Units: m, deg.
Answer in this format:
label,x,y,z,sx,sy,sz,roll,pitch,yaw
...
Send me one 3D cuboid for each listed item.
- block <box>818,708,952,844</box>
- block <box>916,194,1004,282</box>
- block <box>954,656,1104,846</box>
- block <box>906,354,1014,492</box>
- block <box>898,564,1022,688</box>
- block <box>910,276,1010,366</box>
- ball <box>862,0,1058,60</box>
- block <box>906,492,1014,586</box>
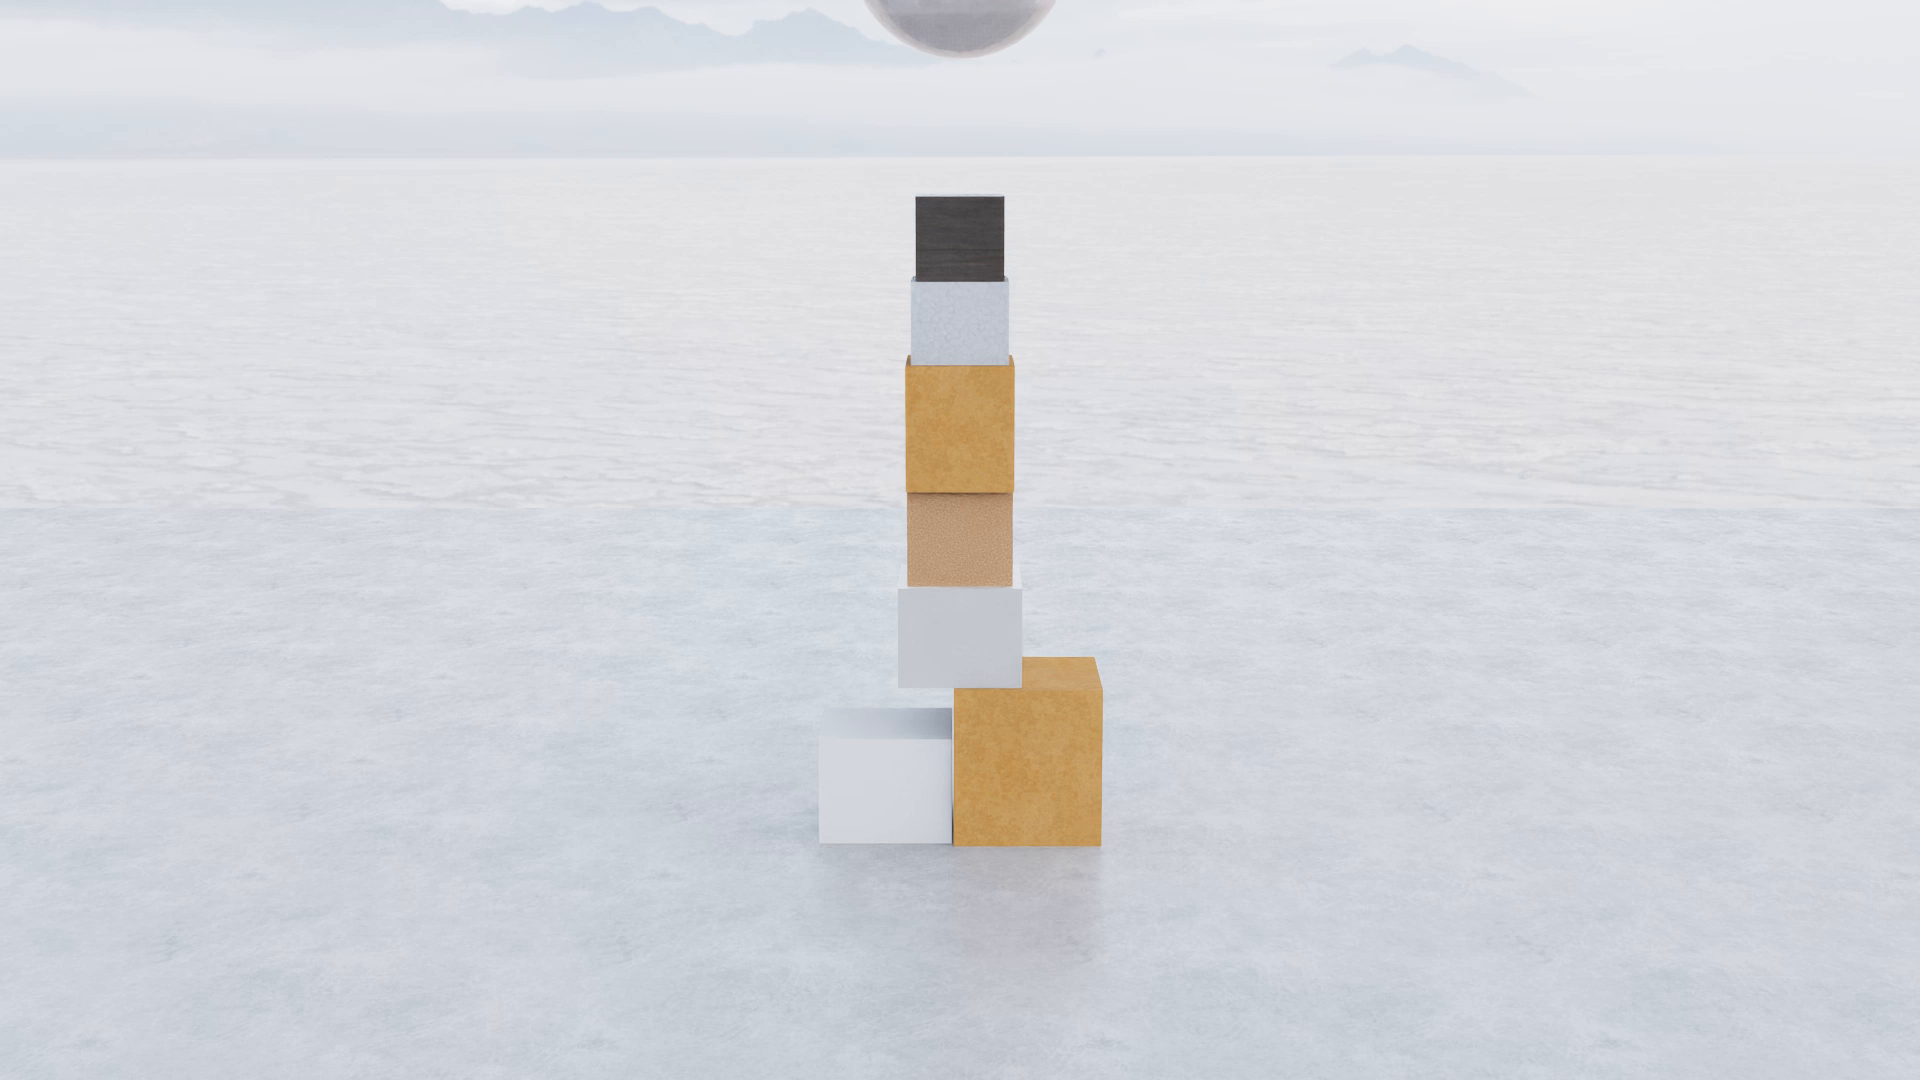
label,x,y,z,sx,sy,sz,roll,pitch,yaw
block,-0.377,1.211,11.386,0.670,0.543,0.631,0,10,0
block,0.000,-1.501,10.898,0.432,0.411,0.487,0,10,0
block,0.340,1.081,11.366,0.744,0.807,0.732,0,10,0
block,0.000,-0.593,11.059,0.535,0.621,0.595,0,10,0
block,0.000,0.433,11.260,0.618,0.506,0.644,0,10,0
block,0.000,-1.098,10.963,0.479,0.406,0.479,0,10,0
ball,0.000,-4.237,15.649,1.600,1.600,1.600,0,10,0
block,0.000,-0.051,11.162,0.525,0.482,0.509,0,10,0
